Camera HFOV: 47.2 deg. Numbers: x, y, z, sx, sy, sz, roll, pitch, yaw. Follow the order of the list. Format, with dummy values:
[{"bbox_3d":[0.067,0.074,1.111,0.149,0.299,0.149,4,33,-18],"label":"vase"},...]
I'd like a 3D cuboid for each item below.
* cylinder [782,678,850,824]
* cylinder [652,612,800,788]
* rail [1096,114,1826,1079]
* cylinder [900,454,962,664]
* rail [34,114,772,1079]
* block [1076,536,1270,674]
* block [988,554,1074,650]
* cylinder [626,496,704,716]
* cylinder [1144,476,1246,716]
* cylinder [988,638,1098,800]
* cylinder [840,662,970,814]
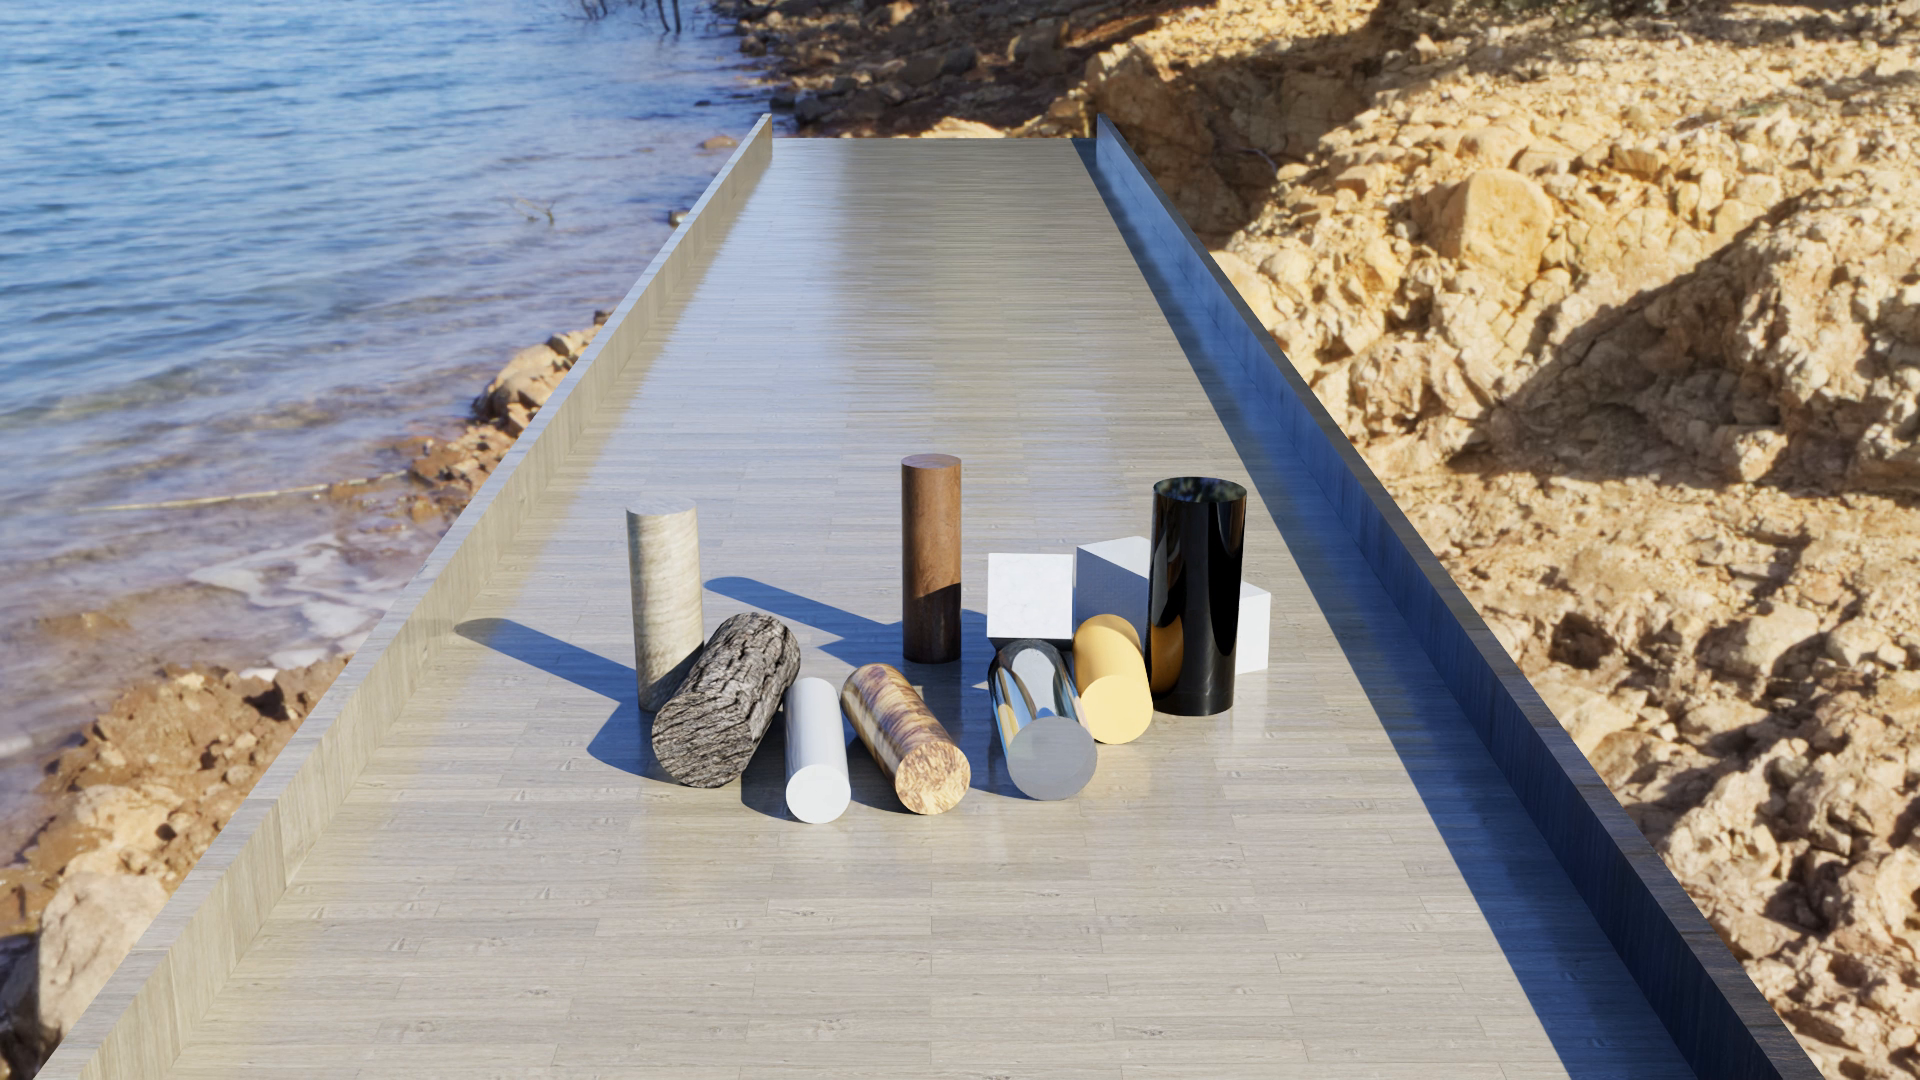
[{"bbox_3d":[-0.253,0.361,3.827,0.107,0.107,0.415,-2,17,-5],"label":"cylinder"},{"bbox_3d":[-0.415,0.282,3.966,0.177,0.177,0.430,2,17,7],"label":"cylinder"},{"bbox_3d":[0.932,-0.844,7.801,0.050,0.150,12.000,0,17,-1],"label":"rail"},{"bbox_3d":[-0.057,0.038,4.391,0.119,0.404,0.119,0,17,0],"label":"cylinder"},{"bbox_3d":[-1.118,-0.838,7.780,0.050,0.150,12.000,0,17,-1],"label":"rail"},{"bbox_3d":[0.428,0.134,4.502,0.157,0.157,0.459,-9,19,-29],"label":"block"},{"bbox_3d":[0.140,0.125,4.266,0.155,0.155,0.434,1,-6,3],"label":"block"},{"bbox_3d":[-0.549,0.124,4.120,0.131,0.391,0.131,-1,17,0],"label":"cylinder"},{"bbox_3d":[0.440,0.105,4.134,0.173,0.417,0.173,1,18,0],"label":"cylinder"},{"bbox_3d":[0.142,0.313,3.903,0.154,0.154,0.398,-1,17,-4],"label":"cylinder"},{"bbox_3d":[-0.101,0.342,3.849,0.130,0.130,0.404,-5,17,-15],"label":"cylinder"}]
